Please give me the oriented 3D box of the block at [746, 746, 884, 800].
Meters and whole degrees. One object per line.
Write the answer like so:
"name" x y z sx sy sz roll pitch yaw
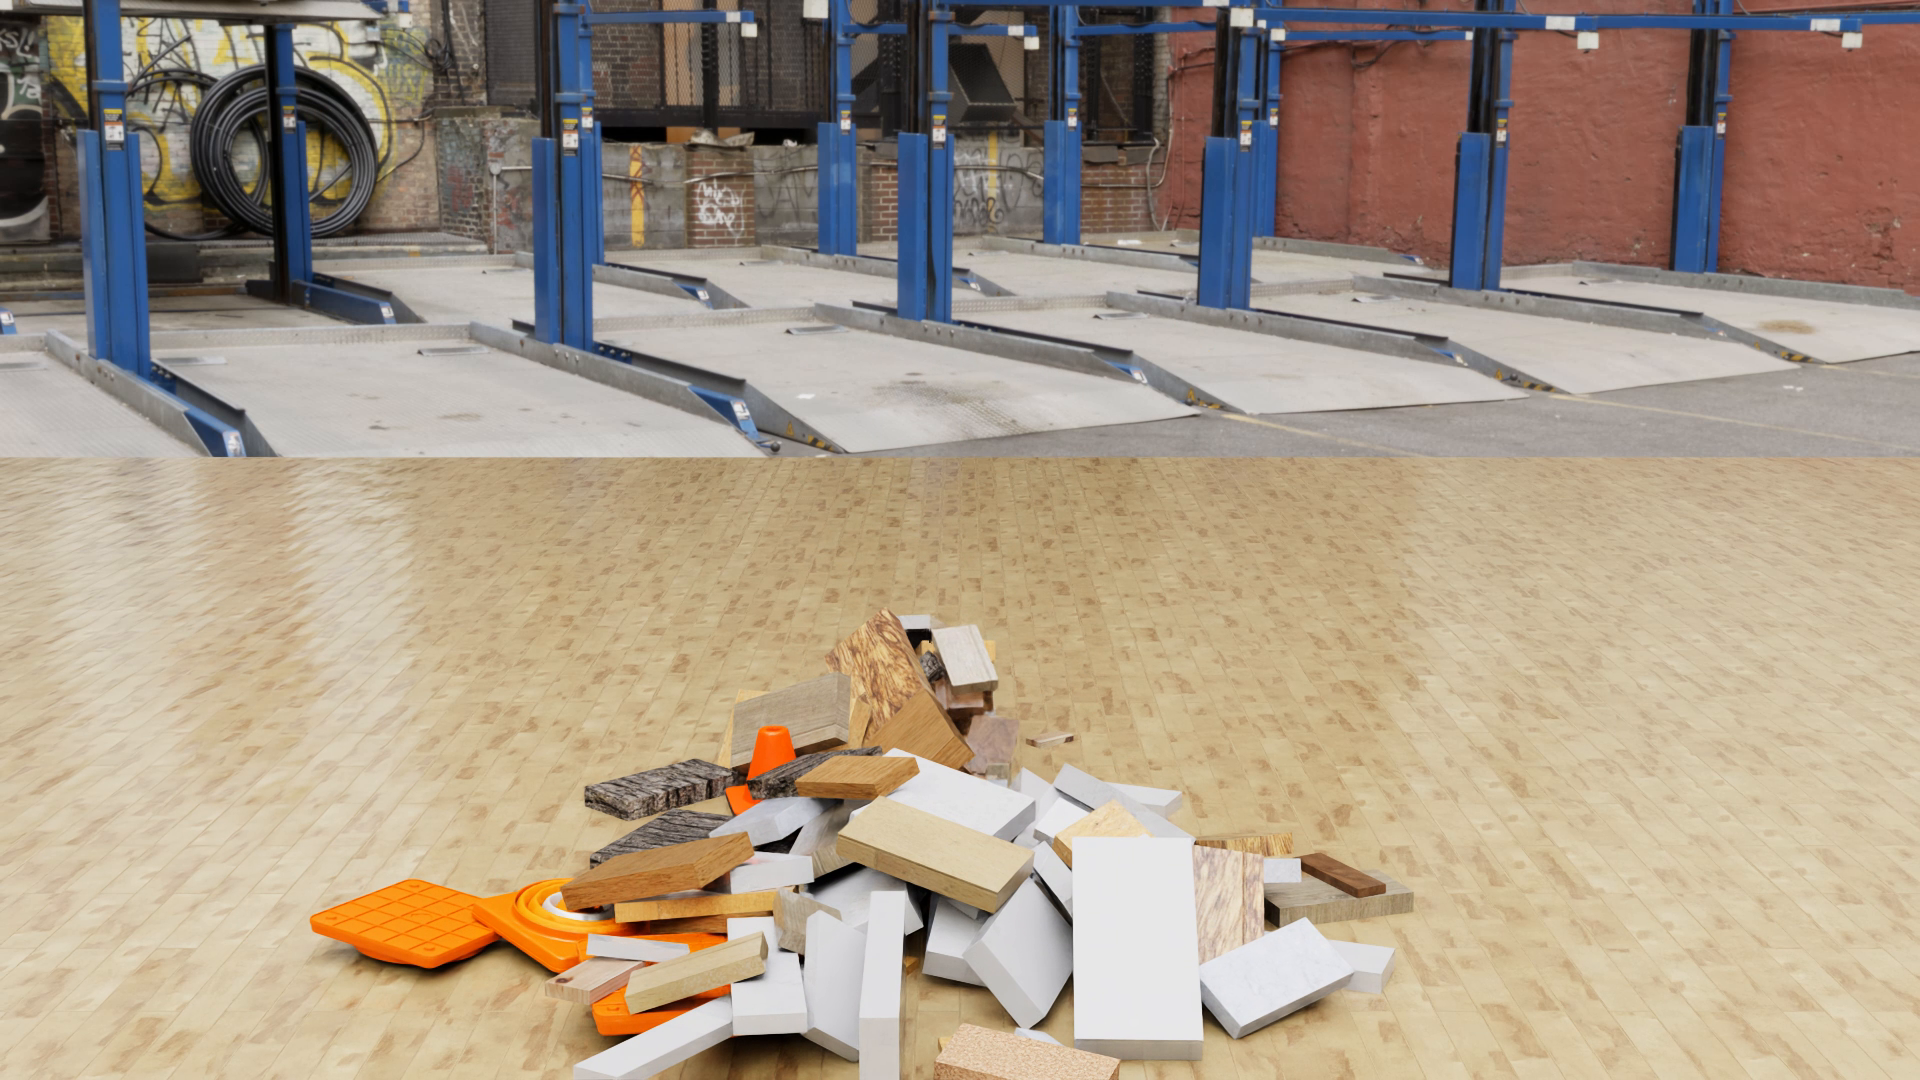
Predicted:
"block" -0.260 0.421 3.962 0.134 0.038 0.268 -22 4 -35

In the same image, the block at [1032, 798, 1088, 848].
"block" 0.208 0.481 3.516 0.164 0.023 0.082 27 44 18

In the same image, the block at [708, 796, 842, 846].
"block" -0.310 0.482 3.923 0.143 0.040 0.285 -17 4 29

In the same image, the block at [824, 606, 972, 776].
"block" -0.125 0.329 4.194 0.163 0.046 0.518 -39 35 8

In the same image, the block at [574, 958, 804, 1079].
"block" -0.292 0.637 3.006 0.072 0.021 0.622 5 9 31

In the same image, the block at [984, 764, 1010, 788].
"block" 0.071 0.463 4.094 0.046 0.093 0.013 -1 6 5

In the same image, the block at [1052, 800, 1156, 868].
"block" 0.280 0.527 3.434 0.130 0.037 0.260 -26 53 -33

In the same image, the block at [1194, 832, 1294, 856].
"block" 0.456 0.523 3.747 0.121 0.034 0.242 -4 -6 -21

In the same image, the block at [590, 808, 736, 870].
"block" -0.510 0.537 3.845 0.143 0.040 0.285 4 11 22

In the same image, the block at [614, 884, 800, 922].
"block" -0.385 0.555 3.366 0.270 0.028 0.099 -5 -3 1

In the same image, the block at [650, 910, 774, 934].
"block" -0.368 0.582 3.379 0.198 0.028 0.099 -7 -3 31

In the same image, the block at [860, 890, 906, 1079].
"block" -0.101 0.633 2.958 0.049 0.174 0.460 0 11 0

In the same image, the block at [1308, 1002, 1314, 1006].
"block" 0.468 0.659 3.249 0.124 0.018 0.062 4 11 22

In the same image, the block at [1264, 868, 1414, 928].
"block" 0.604 0.586 3.597 0.242 0.034 0.121 -4 11 -19

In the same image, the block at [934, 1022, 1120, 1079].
"block" 0.089 0.701 2.903 0.222 0.031 0.111 9 18 18

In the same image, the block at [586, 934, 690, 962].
"block" -0.465 0.590 3.173 0.145 0.021 0.072 8 -4 -9

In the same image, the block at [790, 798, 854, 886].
"block" -0.203 0.492 3.736 0.138 0.039 0.511 -23 2 2

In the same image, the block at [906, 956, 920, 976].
"block" -0.108 0.649 3.309 0.052 0.015 0.103 5 12 26

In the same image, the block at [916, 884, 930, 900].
"block" -0.073 0.538 3.594 0.096 0.027 0.193 -48 11 -16

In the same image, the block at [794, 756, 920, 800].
"block" -0.169 0.388 3.597 0.197 0.028 0.099 -5 18 46

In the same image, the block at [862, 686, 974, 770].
"block" -0.081 0.377 3.922 0.167 0.047 0.333 -44 15 0

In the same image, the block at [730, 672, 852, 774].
"block" -0.325 0.350 4.201 0.268 0.134 0.038 -19 -34 34

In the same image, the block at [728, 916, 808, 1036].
"block" -0.273 0.604 3.075 0.096 0.027 0.419 -1 8 -7

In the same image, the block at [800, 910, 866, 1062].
"block" -0.171 0.616 3.042 0.096 0.027 0.193 35 34 -29

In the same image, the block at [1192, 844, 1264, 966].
"block" 0.382 0.571 3.271 0.135 0.038 0.269 8 39 1

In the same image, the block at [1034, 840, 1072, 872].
"block" 0.195 0.515 3.644 0.065 0.018 0.232 37 11 22

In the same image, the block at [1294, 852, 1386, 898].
"block" 0.626 0.554 3.634 0.056 0.016 0.178 -5 12 -27

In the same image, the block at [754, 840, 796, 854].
"block" -0.228 0.553 3.807 0.246 0.023 0.082 4 11 20

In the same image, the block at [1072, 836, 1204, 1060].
"block" 0.248 0.574 3.121 0.174 0.049 0.348 0 43 2

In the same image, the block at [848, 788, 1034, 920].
"block" -0.032 0.488 3.440 0.269 0.038 0.135 30 29 30

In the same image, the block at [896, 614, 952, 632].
"block" -0.082 0.202 4.897 0.099 0.028 0.739 -2 -5 4

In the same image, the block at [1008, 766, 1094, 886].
"block" 0.160 0.507 3.762 0.166 0.047 0.395 32 10 -3

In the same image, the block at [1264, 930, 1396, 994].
"block" 0.506 0.635 3.341 0.289 0.031 0.111 4 11 21

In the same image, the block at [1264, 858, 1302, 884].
"block" 0.430 0.538 3.559 0.130 0.037 0.260 2 -10 -21

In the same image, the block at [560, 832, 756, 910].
"block" -0.466 0.508 3.376 0.276 0.039 0.138 -15 5 33

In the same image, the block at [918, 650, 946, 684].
"block" -0.130 0.318 4.348 0.018 0.235 0.064 45 1 -35
